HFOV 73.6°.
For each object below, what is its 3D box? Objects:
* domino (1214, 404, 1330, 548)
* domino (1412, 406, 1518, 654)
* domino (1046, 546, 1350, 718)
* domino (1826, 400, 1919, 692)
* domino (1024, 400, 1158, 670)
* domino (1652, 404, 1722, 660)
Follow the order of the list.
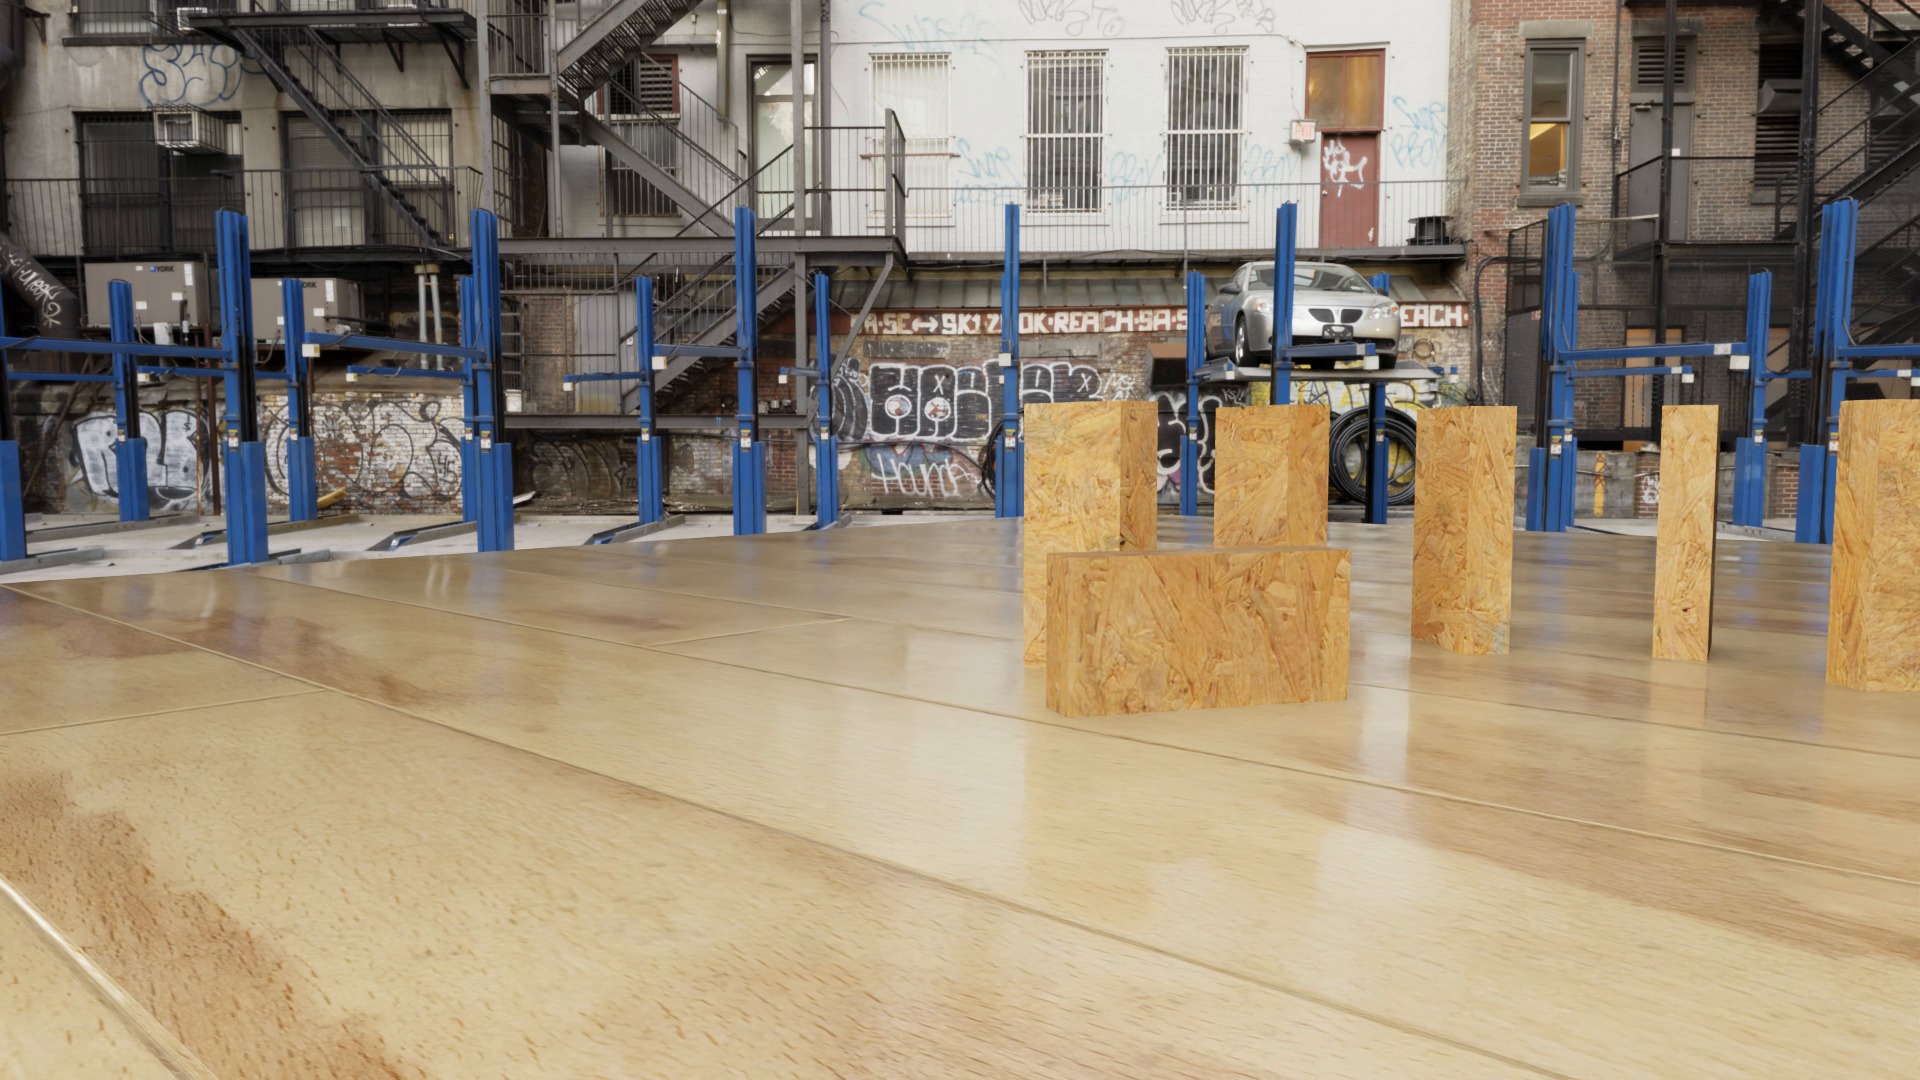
[{"bbox_3d":[0.062,-0.002,0.259,0.010,0.050,0.025,-2,5,-22],"label":"domino"},{"bbox_3d":[0.106,-0.003,0.270,0.009,0.050,0.025,0,4,-4],"label":"domino"},{"bbox_3d":[0.039,0.014,0.210,0.050,0.025,0.009,-1,4,-17],"label":"domino"},{"bbox_3d":[0.168,0.001,0.224,0.025,0.050,0.009,0,4,-3],"label":"domino"},{"bbox_3d":[0.024,0.000,0.237,0.009,0.050,0.025,-3,6,-39],"label":"domino"},{"bbox_3d":[0.149,-0.002,0.263,0.010,0.050,0.025,3,5,32],"label":"domino"}]
